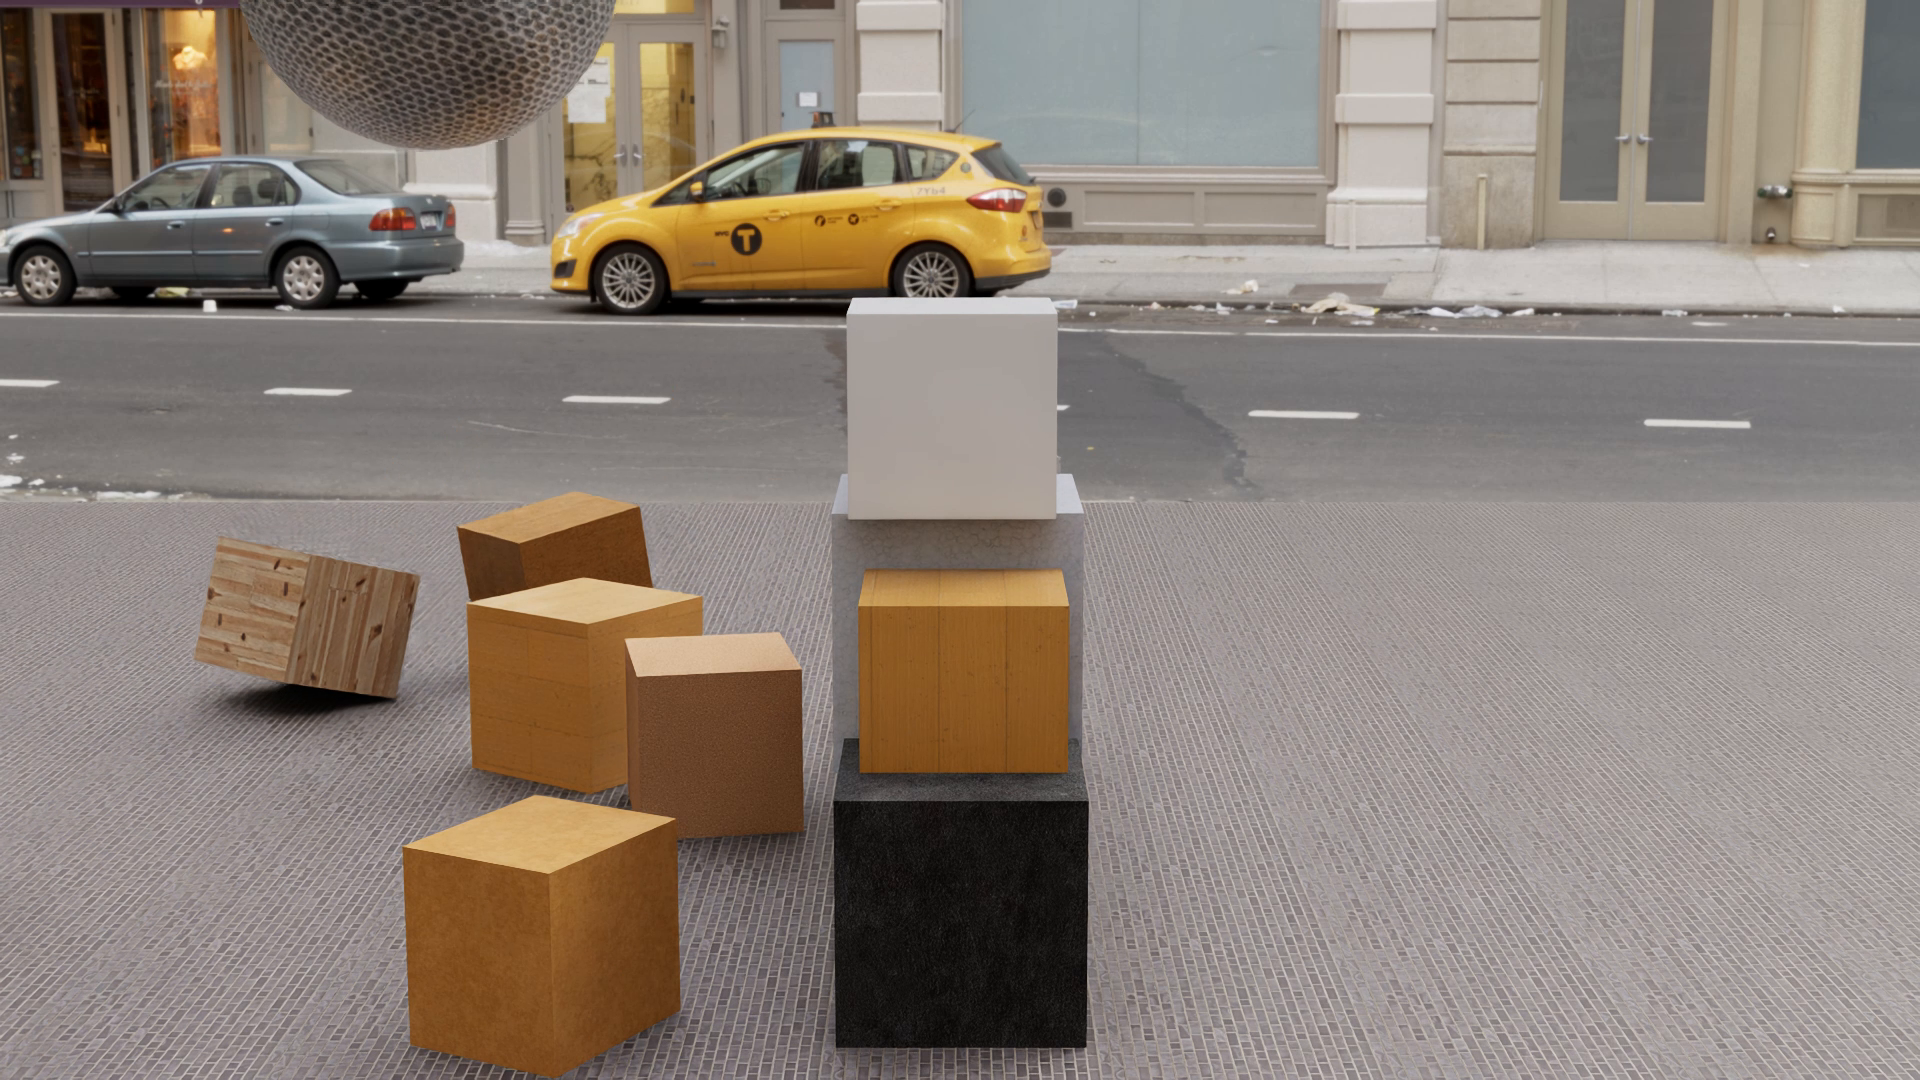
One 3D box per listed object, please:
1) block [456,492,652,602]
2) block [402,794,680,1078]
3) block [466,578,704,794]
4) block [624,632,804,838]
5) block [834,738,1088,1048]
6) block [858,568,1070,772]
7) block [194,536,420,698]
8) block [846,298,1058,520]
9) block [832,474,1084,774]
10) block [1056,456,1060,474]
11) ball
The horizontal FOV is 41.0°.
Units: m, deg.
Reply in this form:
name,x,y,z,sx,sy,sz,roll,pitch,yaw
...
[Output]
name,x,y,z,sx,sy,sz,roll,pitch,yaw
block,-2.381,0.278,15.266,0.822,0.874,0.728,-19,20,-36
block,-1.537,1.446,9.502,0.662,0.755,0.770,6,12,28
block,-1.911,0.727,13.160,0.848,0.861,0.837,7,13,35
block,-1.185,0.926,12.286,0.761,0.782,0.813,-2,11,-11
block,0.004,1.316,9.719,0.916,0.933,0.882,0,10,0
block,0.014,0.492,9.872,0.778,0.635,0.725,0,10,0
block,-3.711,0.441,14.593,0.859,0.714,0.778,9,-4,40
block,-0.033,-0.539,10.281,0.811,0.801,0.719,0,10,0
block,-0.011,0.325,10.730,0.999,1.060,1.015,0,10,0
block,0.039,0.005,12.575,0.861,0.841,0.880,0,3,-1
ball,-2.226,-2.439,10.737,1.600,1.600,1.600,0,10,0
